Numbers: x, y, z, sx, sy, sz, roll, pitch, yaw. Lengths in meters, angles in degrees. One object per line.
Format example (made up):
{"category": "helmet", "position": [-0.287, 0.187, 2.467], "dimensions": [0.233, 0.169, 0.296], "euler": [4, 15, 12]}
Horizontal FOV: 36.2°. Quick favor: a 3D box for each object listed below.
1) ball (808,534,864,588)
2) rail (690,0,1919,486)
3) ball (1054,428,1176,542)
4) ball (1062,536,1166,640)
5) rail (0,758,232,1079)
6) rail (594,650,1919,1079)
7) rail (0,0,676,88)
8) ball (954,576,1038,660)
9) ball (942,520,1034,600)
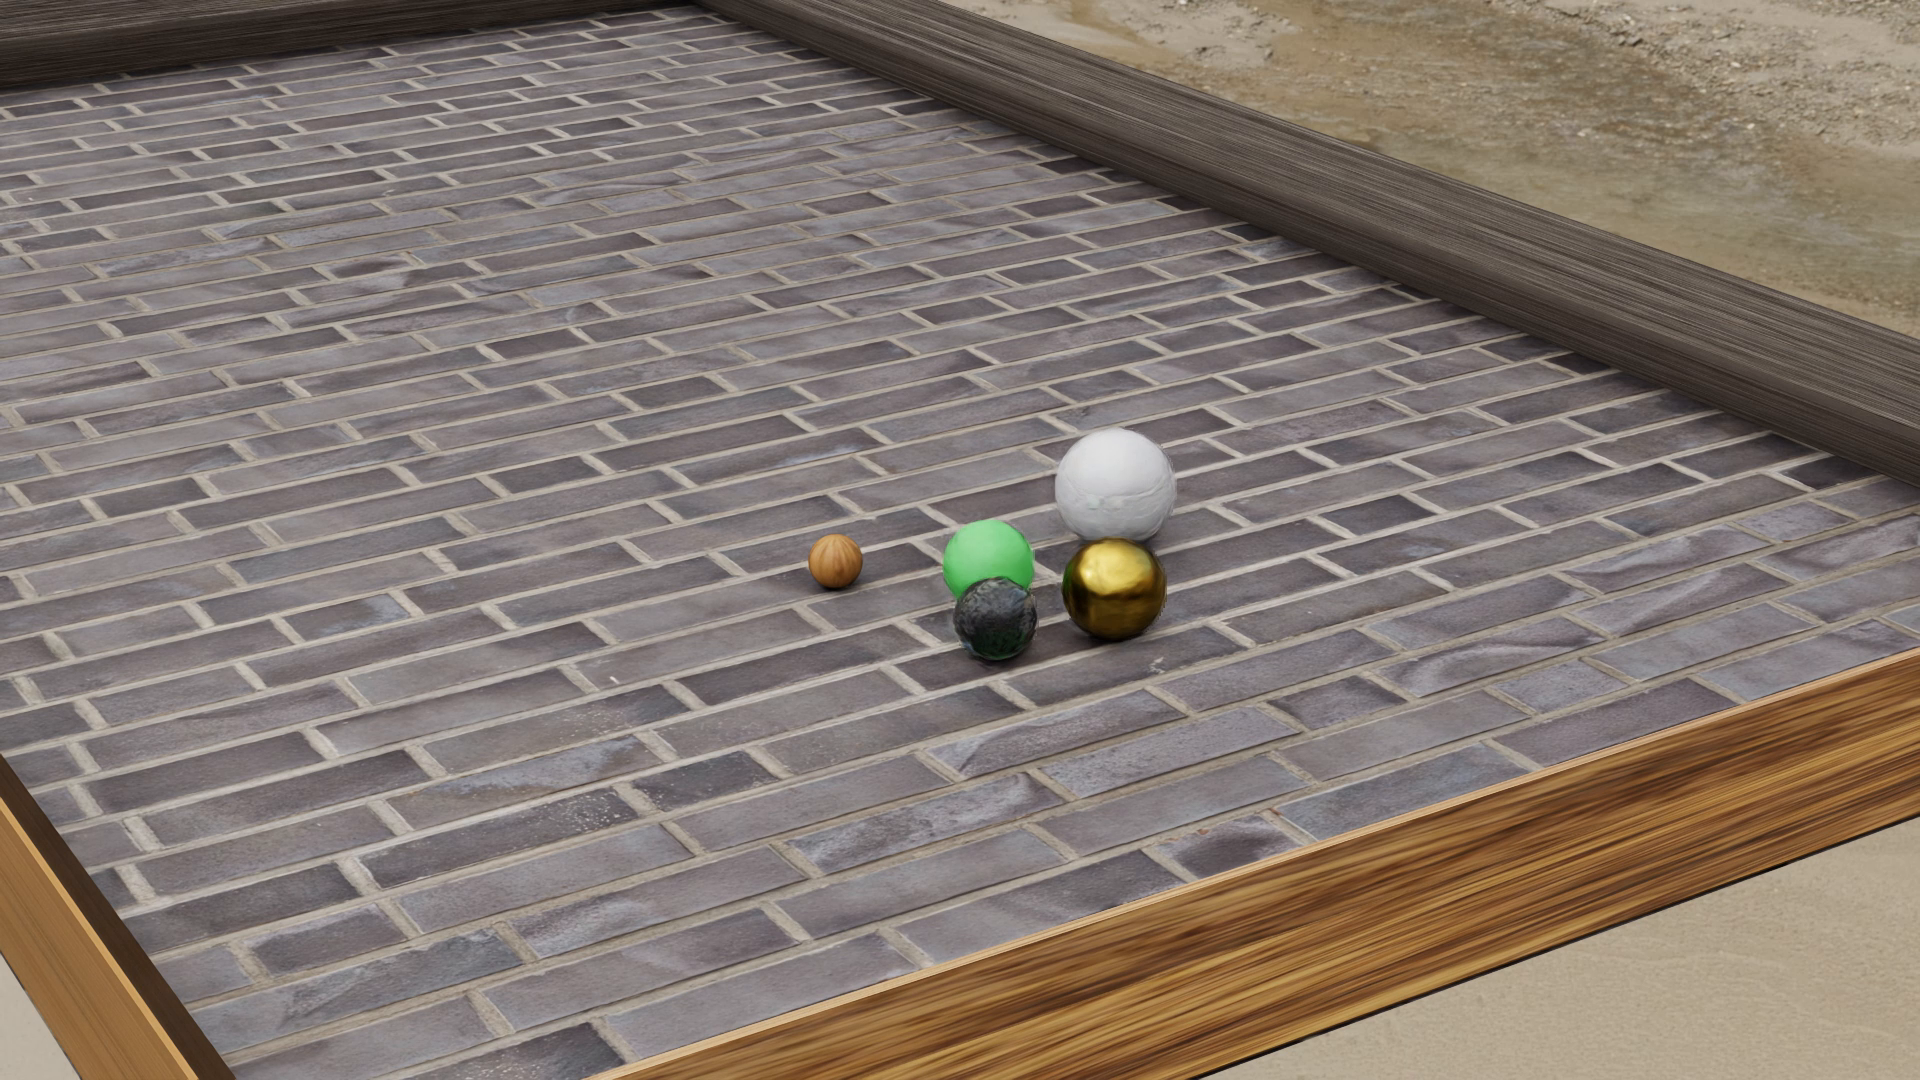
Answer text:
{"category": "ball", "position": [-0.100, 0.017, 2.361], "dimensions": [0.044, 0.044, 0.044], "euler": [0, 23, 0]}
{"category": "rail", "position": [0.307, -0.415, 3.285], "dimensions": [0.045, 0.129, 2.765], "euler": [-14, 26, -29]}
{"category": "ball", "position": [0.128, -0.043, 2.432], "dimensions": [0.099, 0.099, 0.099], "euler": [0, 23, 0]}
{"category": "ball", "position": [0.118, 0.037, 2.266], "dimensions": [0.080, 0.080, 0.080], "euler": [0, 23, 0]}
{"category": "rail", "position": [-1.042, -0.090, 2.504], "dimensions": [0.045, 0.129, 2.765], "euler": [-14, 26, -29]}
{"category": "rail", "position": [0.355, 0.190, 1.832], "dimensions": [1.640, 0.129, 0.045], "euler": [-14, 26, -29]}
{"category": "rail", "position": [-1.090, -0.694, 3.957], "dimensions": [1.640, 0.129, 0.045], "euler": [-14, 26, -29]}
{"category": "ball", "position": [0.027, 0.060, 2.233], "dimensions": [0.063, 0.063, 0.063], "euler": [0, 23, 0]}
{"category": "ball", "position": [0.022, 0.020, 2.316], "dimensions": [0.072, 0.072, 0.072], "euler": [0, 23, 0]}
